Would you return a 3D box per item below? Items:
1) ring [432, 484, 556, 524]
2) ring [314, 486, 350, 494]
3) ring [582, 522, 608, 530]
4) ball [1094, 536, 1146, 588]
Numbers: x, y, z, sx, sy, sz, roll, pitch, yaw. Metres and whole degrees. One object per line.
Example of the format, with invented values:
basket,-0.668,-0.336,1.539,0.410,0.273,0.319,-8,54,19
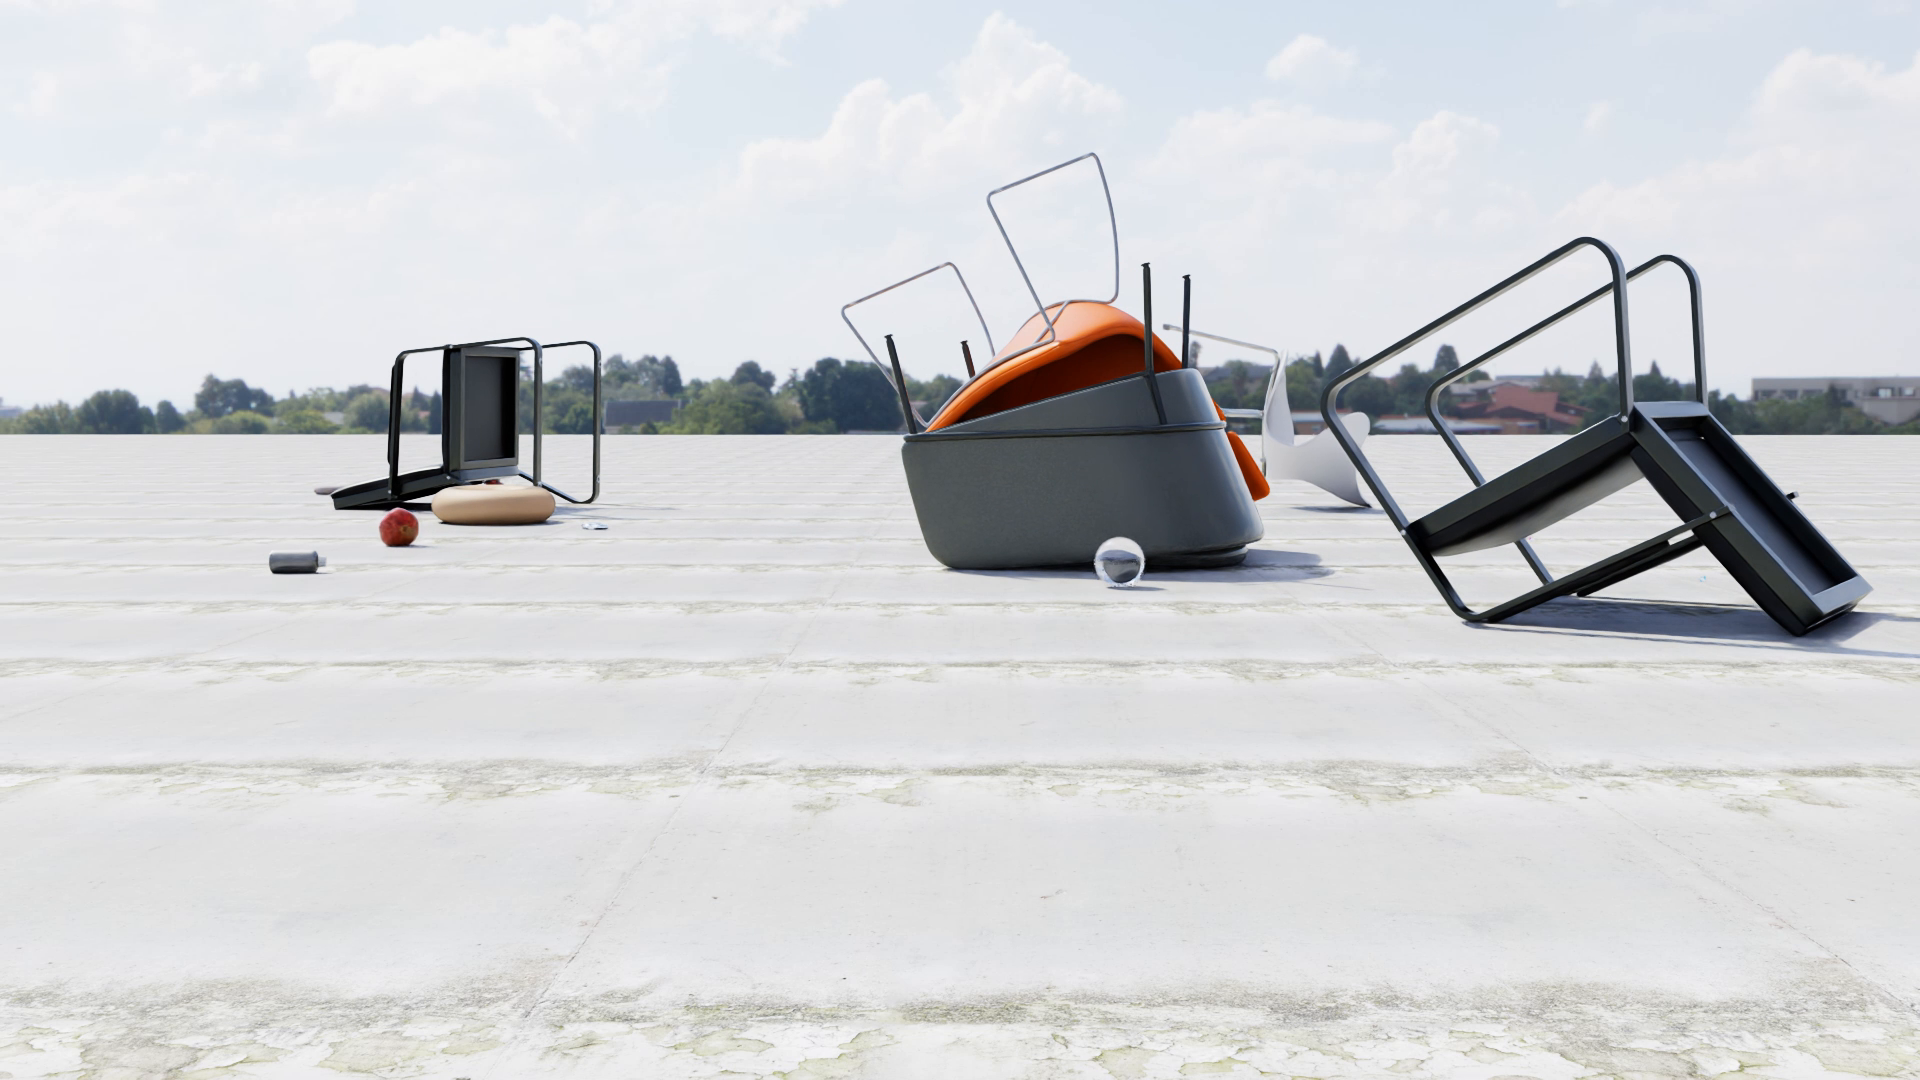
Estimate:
ring,-1.575,-0.119,7.430,0.403,0.119,0.465,-3,6,-33
ring,-2.677,-0.212,9.379,0.150,0.036,0.116,-2,4,-18
ring,-1.172,-0.044,7.059,0.075,0.018,0.148,-3,5,-30
ball,0.362,0.049,4.985,0.115,0.115,0.115,0,4,0
